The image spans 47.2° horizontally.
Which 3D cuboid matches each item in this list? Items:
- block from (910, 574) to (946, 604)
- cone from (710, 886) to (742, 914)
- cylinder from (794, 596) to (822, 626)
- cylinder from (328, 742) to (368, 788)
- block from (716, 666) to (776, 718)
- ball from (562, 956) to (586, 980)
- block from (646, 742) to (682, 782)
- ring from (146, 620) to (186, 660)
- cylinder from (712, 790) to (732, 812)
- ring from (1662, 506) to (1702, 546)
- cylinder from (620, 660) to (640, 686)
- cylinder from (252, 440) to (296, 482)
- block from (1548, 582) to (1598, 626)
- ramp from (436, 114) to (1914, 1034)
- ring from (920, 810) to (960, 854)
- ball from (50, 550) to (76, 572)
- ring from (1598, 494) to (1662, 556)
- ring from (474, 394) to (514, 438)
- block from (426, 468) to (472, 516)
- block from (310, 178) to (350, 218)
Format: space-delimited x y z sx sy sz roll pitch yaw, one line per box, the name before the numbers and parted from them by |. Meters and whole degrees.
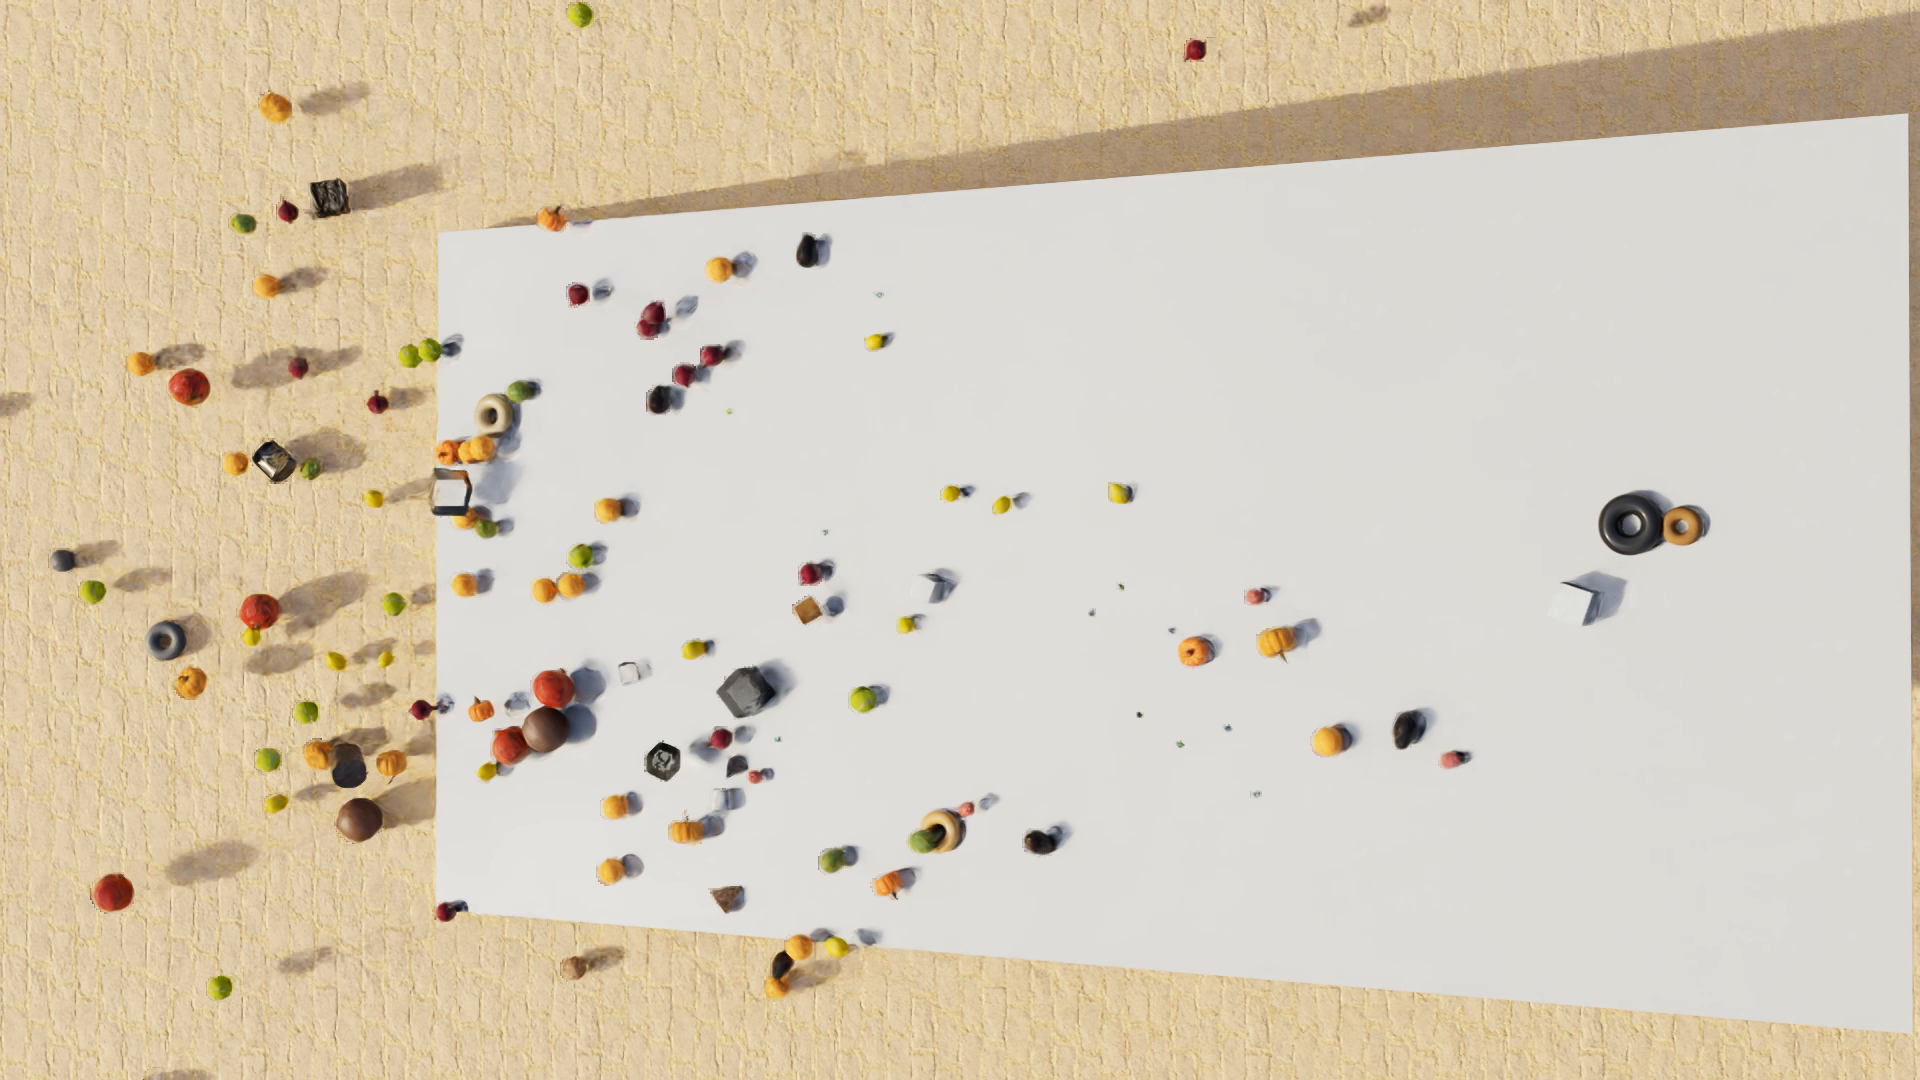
block | -0.086 0.128 5.771 0.059 0.059 0.059 25 100 24
cone | -0.629 0.972 6.033 0.079 0.079 0.079 -33 89 -6
cylinder | -0.406 0.190 5.883 0.058 0.058 0.058 -34 89 1
cylinder | -1.798 0.663 6.455 0.099 0.099 0.099 -10 117 -20
block | -0.583 0.414 5.984 0.096 0.096 0.096 -46 72 18
ball | -1.148 1.275 6.541 0.069 0.069 0.069 0 89 0
block | -0.812 0.607 6.034 0.066 0.066 0.066 23 130 18
ring | -2.372 0.301 6.567 0.120 0.040 0.120 0 89 1
cylinder | -0.652 0.716 6.032 0.052 0.052 0.052 0 77 0
ring | 1.631 -0.031 4.971 0.089 0.030 0.089 -1 87 25
cylinder | -0.928 0.374 6.168 0.054 0.054 0.054 -1 57 0
cylinder | -2.038 -0.233 6.540 0.090 0.090 0.090 41 90 12
block | 1.407 0.147 5.048 0.080 0.080 0.080 20 98 24
ramp | 0.281 0.081 5.684 4.000 0.100 2.000 0 89 25
ring | -0.053 0.763 5.760 0.114 0.038 0.114 0 90 24
ball | -2.675 0.062 6.555 0.070 0.070 0.070 0 89 0
ring | 1.527 -0.035 5.011 0.143 0.048 0.143 -1 88 27
ring | -1.355 -0.360 6.390 0.130 0.043 0.130 0 90 25
block | -1.473 -0.137 6.346 0.098 0.098 0.098 3 121 -26
block | -1.868 -1.013 6.522 0.089 0.089 0.089 -9 89 -6
